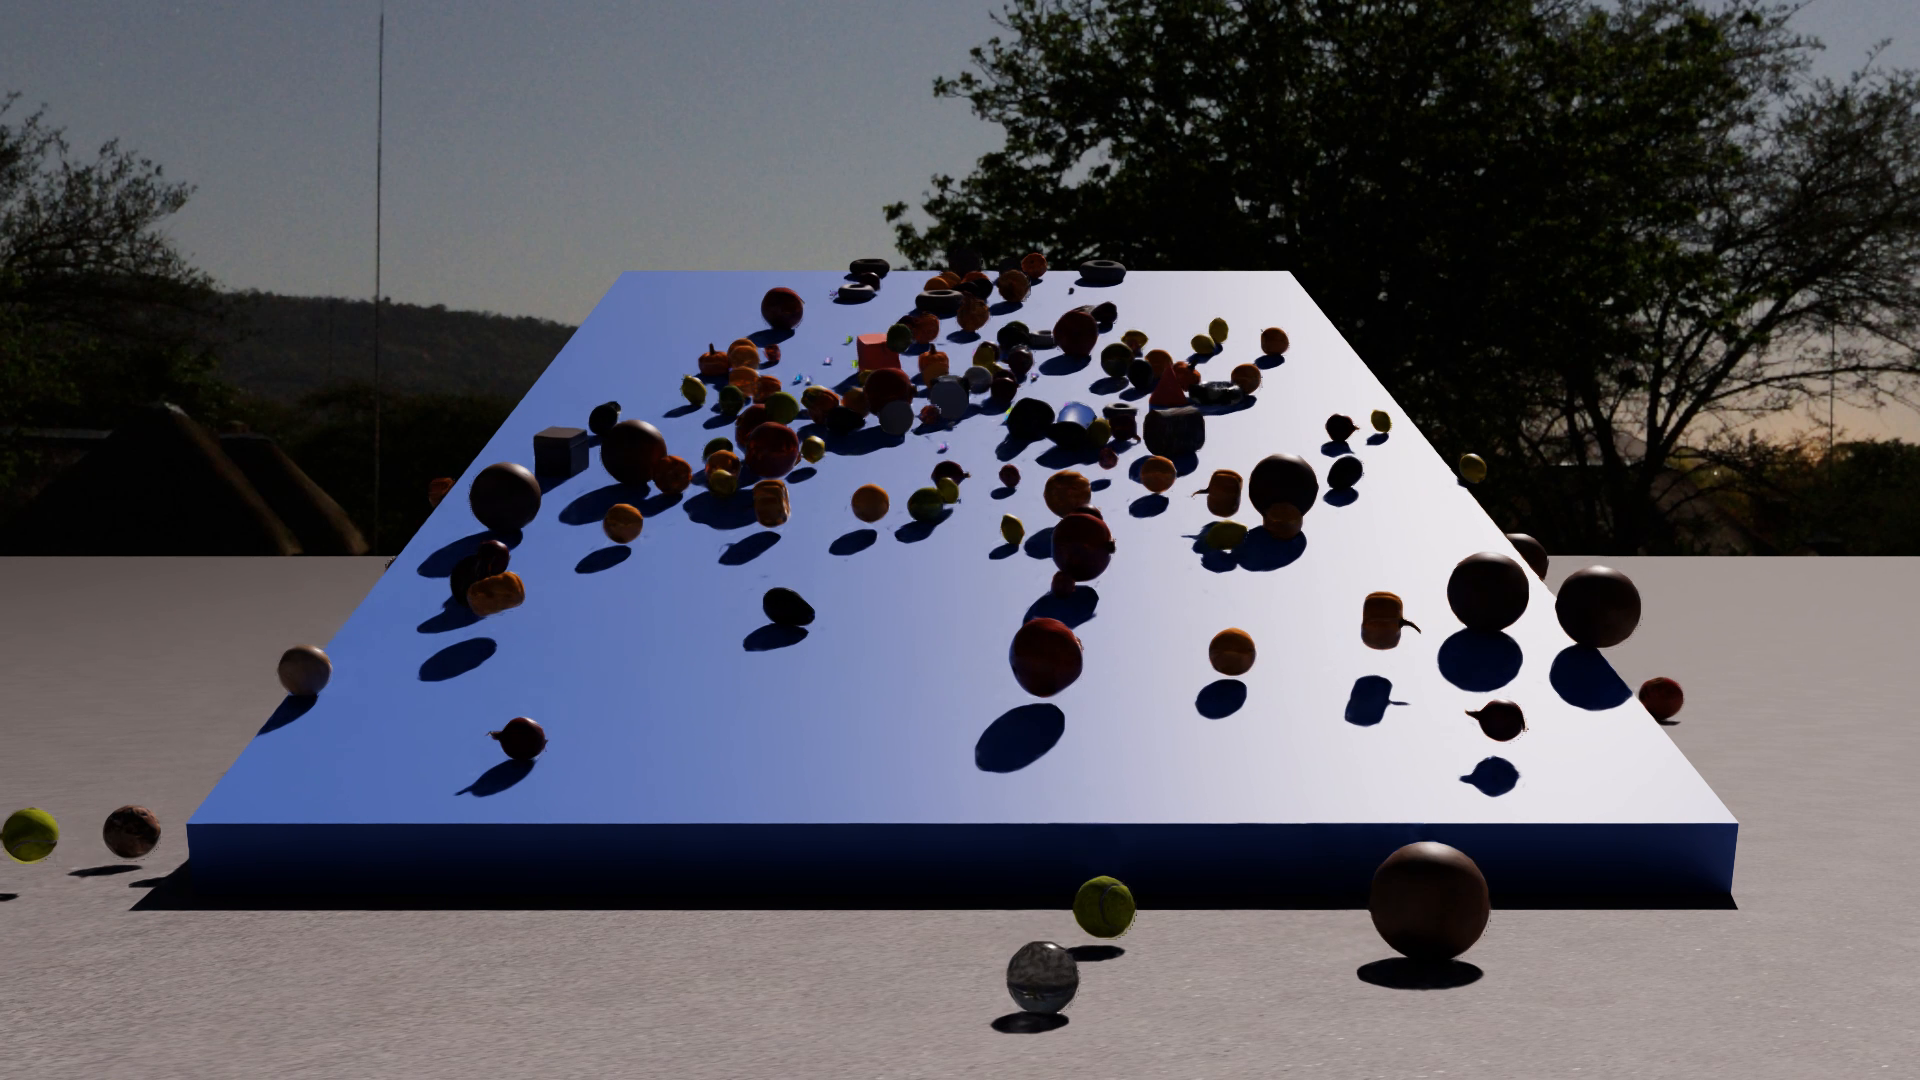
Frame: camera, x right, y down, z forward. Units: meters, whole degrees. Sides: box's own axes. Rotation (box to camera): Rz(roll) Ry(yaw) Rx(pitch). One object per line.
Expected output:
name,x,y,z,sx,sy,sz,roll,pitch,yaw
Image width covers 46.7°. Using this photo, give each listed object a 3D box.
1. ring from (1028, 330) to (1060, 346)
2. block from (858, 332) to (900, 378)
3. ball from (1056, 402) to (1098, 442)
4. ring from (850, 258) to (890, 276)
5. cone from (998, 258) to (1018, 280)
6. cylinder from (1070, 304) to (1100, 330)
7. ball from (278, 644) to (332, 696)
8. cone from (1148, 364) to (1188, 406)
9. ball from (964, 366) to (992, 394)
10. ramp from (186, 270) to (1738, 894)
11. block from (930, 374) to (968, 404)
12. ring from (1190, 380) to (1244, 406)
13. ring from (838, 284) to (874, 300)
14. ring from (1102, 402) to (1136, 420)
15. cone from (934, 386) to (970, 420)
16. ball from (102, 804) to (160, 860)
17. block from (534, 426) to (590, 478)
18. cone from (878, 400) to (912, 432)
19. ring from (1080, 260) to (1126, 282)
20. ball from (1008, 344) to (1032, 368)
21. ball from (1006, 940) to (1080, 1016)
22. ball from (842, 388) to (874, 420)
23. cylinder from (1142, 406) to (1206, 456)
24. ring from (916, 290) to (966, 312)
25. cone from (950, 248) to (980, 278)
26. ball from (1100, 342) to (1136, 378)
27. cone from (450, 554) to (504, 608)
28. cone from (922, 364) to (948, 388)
ring,0.216,-0.517,5.687,0.086,0.029,0.086,0,19,0
block,-0.195,-0.444,5.339,0.085,0.085,0.085,-7,21,-13
ball,0.249,-0.250,4.720,0.086,0.086,0.086,0,0,0
ring,-0.269,-0.813,6.628,0.121,0.040,0.121,-1,16,0
cone,0.129,-0.791,6.577,0.067,0.067,0.067,0,-12,-25
cylinder,0.328,-0.589,5.871,0.057,0.057,0.057,0,14,35
ball,-0.969,0.193,3.288,0.078,0.078,0.078,0,0,0
cone,0.476,-0.359,5.066,0.091,0.091,0.091,0,17,0
ball,0.041,-0.365,5.068,0.067,0.067,0.067,0,0,0
ramp,-0.003,-0.175,4.789,2.000,0.100,4.000,0,17,0
block,-0.024,-0.337,5.047,0.060,0.060,0.060,15,22,39
ring,0.585,-0.334,5.074,0.123,0.041,0.123,0,16,0
ring,-0.294,-0.700,6.271,0.103,0.034,0.103,-1,18,0
ring,0.355,-0.286,4.942,0.077,0.026,0.077,1,18,0
cone,-0.039,-0.302,4.965,0.090,0.090,0.090,0,8,-27
ball,-1.174,0.414,3.152,0.077,0.077,0.077,0,0,0
block,-0.805,-0.179,4.493,0.080,0.080,0.080,5,18,17
cone,-0.128,-0.256,4.825,0.078,0.078,0.078,0,-16,17
ring,0.420,-0.793,6.557,0.139,0.046,0.139,1,18,0
ball,0.146,-0.445,5.400,0.060,0.060,0.060,0,0,0
ball,0.080,0.422,2.143,0.070,0.070,0.070,0,0,0
ball,-0.227,-0.301,4.909,0.071,0.071,0.071,0,0,0
cylinder,0.446,-0.227,4.626,0.094,0.094,0.094,-8,3,-27
ring,-0.054,-0.656,6.110,0.139,0.046,0.139,-1,16,0
cone,0.006,-0.810,6.619,0.093,0.093,0.093,0,-10,-10
ball,0.376,-0.430,5.308,0.084,0.084,0.084,0,0,0
cone,-0.803,0.076,3.732,0.090,0.090,0.090,0,-10,-3
cone,-0.057,-0.378,5.232,0.063,0.063,0.063,0,-9,0
